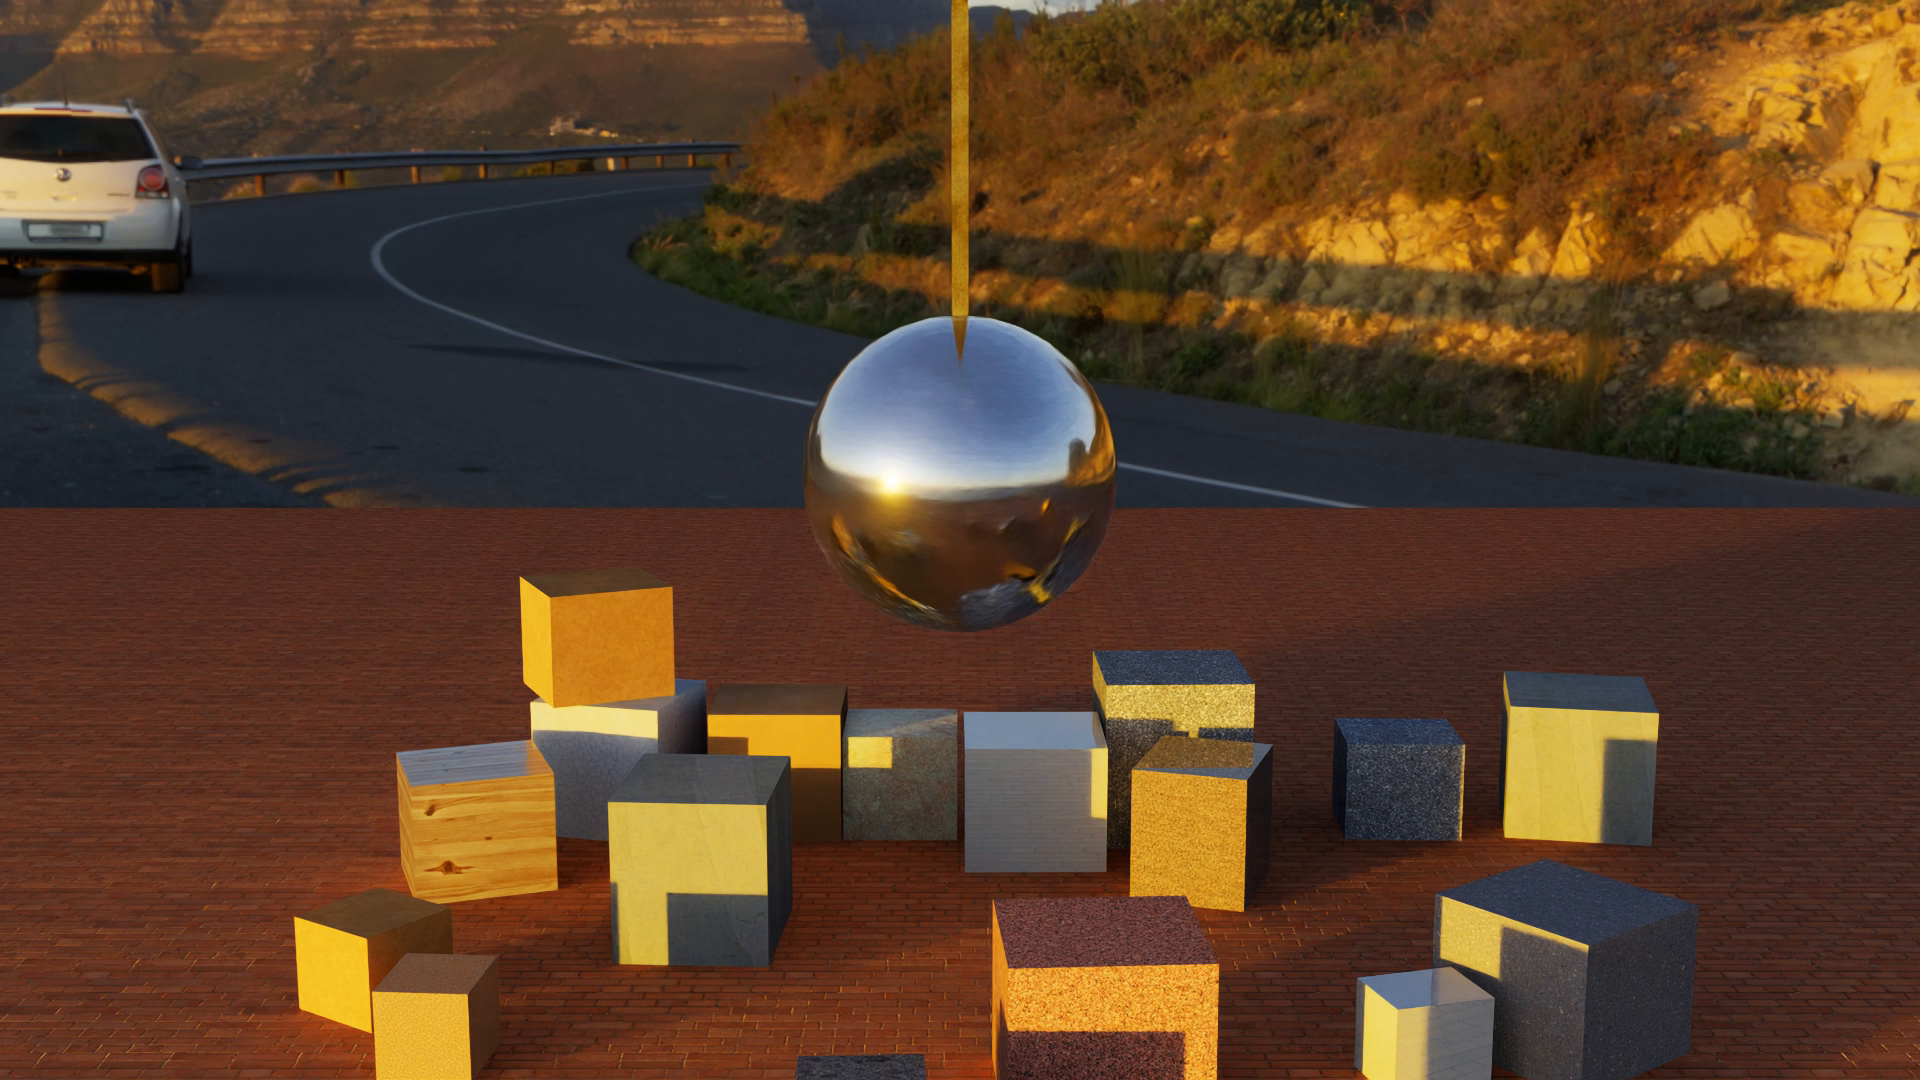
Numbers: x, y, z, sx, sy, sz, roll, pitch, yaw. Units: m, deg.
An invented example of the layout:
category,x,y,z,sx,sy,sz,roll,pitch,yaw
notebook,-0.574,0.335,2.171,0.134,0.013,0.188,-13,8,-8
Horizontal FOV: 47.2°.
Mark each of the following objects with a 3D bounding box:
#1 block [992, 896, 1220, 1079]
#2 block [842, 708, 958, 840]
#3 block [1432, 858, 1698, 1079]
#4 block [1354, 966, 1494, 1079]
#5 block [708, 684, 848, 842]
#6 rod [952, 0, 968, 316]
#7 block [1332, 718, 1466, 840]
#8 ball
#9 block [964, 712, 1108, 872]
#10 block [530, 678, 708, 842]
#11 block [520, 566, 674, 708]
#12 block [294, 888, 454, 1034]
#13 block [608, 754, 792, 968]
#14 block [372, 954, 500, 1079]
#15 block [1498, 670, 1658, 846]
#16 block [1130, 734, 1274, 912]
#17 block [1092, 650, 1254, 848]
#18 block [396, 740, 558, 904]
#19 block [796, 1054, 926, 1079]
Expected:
category,x,y,z,sx,sy,sz,roll,pitch,yaw
block,0.519,1.751,8.130,0.744,0.646,0.717,-1,10,-3
block,-0.304,1.209,11.410,0.578,0.538,0.568,0,10,0
block,2.350,1.691,8.583,0.692,0.603,0.714,-8,13,-37
block,1.753,1.863,8.320,0.401,0.357,0.328,-3,11,-16
block,-0.931,1.148,11.397,0.664,0.664,0.631,0,10,0
rod,0.000,-3.679,10.510,0.080,5.200,0.080,0,10,0
block,2.261,1.233,11.384,0.588,0.501,0.514,0,10,2
ball,0.000,-0.334,11.115,1.600,1.600,1.600,0,10,0
block,0.365,1.247,10.970,0.687,0.621,0.692,0,10,0
block,-1.757,1.125,11.427,0.689,0.698,0.660,3,11,15
block,-1.877,0.493,11.367,0.635,0.567,0.594,-5,11,-25
block,-2.399,1.716,9.025,0.441,0.395,0.439,7,13,34
block,-1.138,1.410,9.788,0.678,0.724,0.762,1,10,3
block,-2.010,1.837,8.470,0.365,0.355,0.401,1,10,4
block,3.207,1.123,11.463,0.718,0.688,0.772,2,11,11
block,1.154,1.335,10.459,0.540,0.631,0.635,3,11,18
block,1.084,1.066,11.347,0.738,0.843,0.756,0,10,-2
block,-2.323,1.345,10.558,0.656,0.575,0.622,-4,11,-20
block,-0.327,2.014,7.300,0.433,0.425,0.511,0,10,-3
